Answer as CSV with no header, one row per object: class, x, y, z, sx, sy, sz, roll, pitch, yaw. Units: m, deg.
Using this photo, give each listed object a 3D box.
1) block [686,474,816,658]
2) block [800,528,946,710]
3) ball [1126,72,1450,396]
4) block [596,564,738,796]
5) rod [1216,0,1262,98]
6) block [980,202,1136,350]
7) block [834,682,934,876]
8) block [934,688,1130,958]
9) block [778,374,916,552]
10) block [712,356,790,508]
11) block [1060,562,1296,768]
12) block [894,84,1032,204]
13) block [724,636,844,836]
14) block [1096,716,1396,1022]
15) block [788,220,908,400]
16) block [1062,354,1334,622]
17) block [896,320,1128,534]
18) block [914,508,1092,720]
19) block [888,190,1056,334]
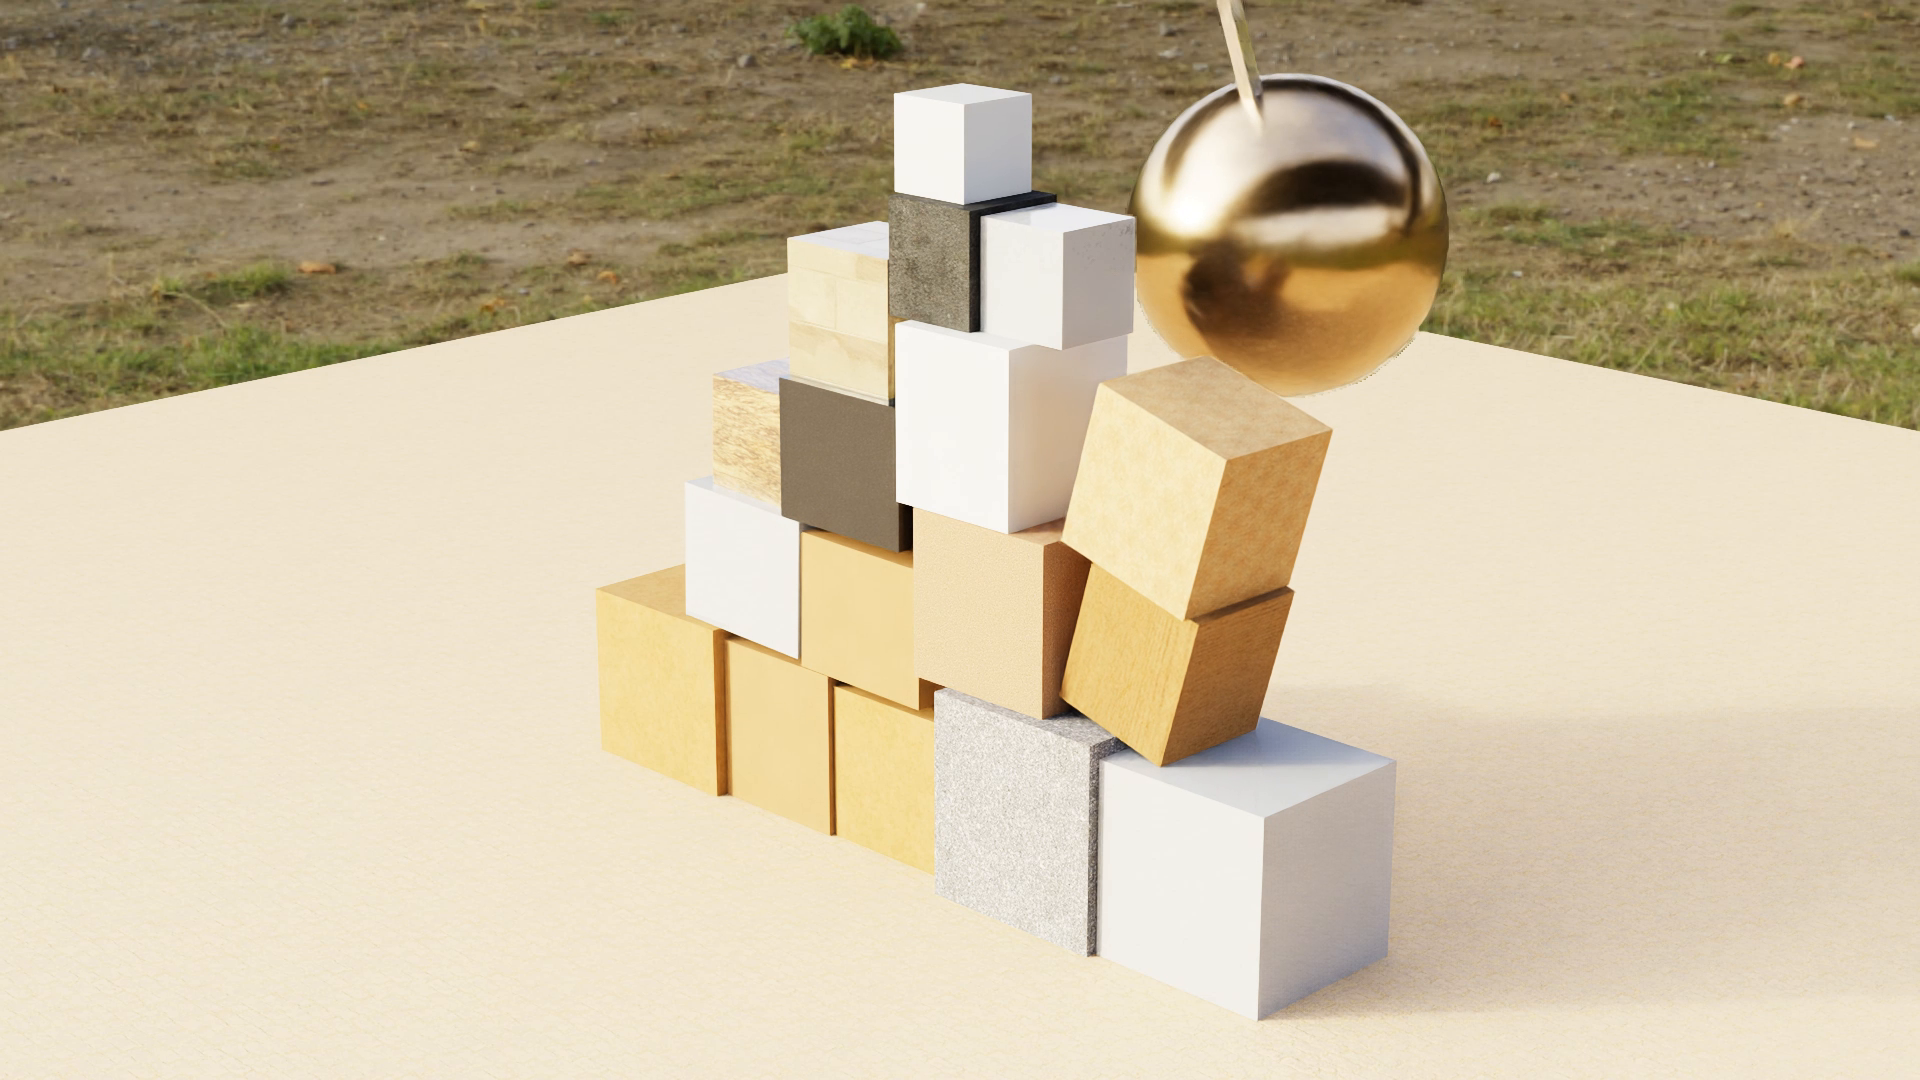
block,-0.768,0.058,14.179,0.773,0.676,0.813,-17,26,-42
block,-0.202,0.288,13.653,0.735,0.663,0.786,-17,25,-42
ball,1.623,-1.512,14.567,1.600,1.600,1.600,0,17,0
block,-1.192,0.655,14.823,0.895,0.861,0.905,-17,24,-42
rod,0.703,-4.233,12.748,0.080,5.200,0.080,17,46,42
block,0.417,-1.134,12.543,0.450,0.501,0.480,-17,24,-42
block,-0.059,1.051,13.747,0.696,0.751,0.802,-17,24,-42
block,0.541,1.137,13.103,0.918,0.974,0.931,-17,24,-42
block,-0.282,-0.425,13.516,0.788,0.666,0.764,17,24,42
block,-0.776,-0.521,13.983,0.572,0.545,0.565,-17,26,-42
block,0.921,0.445,12.511,0.625,0.704,0.607,-17,40,-42
block,0.014,-1.734,12.799,0.419,0.430,0.427,-17,24,-42
block,-0.618,0.863,14.258,0.733,0.804,0.737,-17,24,-42
block,1.216,1.360,12.512,0.881,0.903,0.896,-17,24,-42
block,-0.353,-1.057,13.358,0.655,0.633,0.562,17,24,42
block,0.982,-0.227,12.217,0.677,0.754,0.715,-16,39,-42
block,0.226,-0.563,12.910,0.750,0.809,0.688,-17,24,-42
block,0.344,0.235,13.033,0.766,0.788,0.790,-17,24,-42
block,0.056,-1.251,12.865,0.543,0.531,0.497,-17,24,-42
